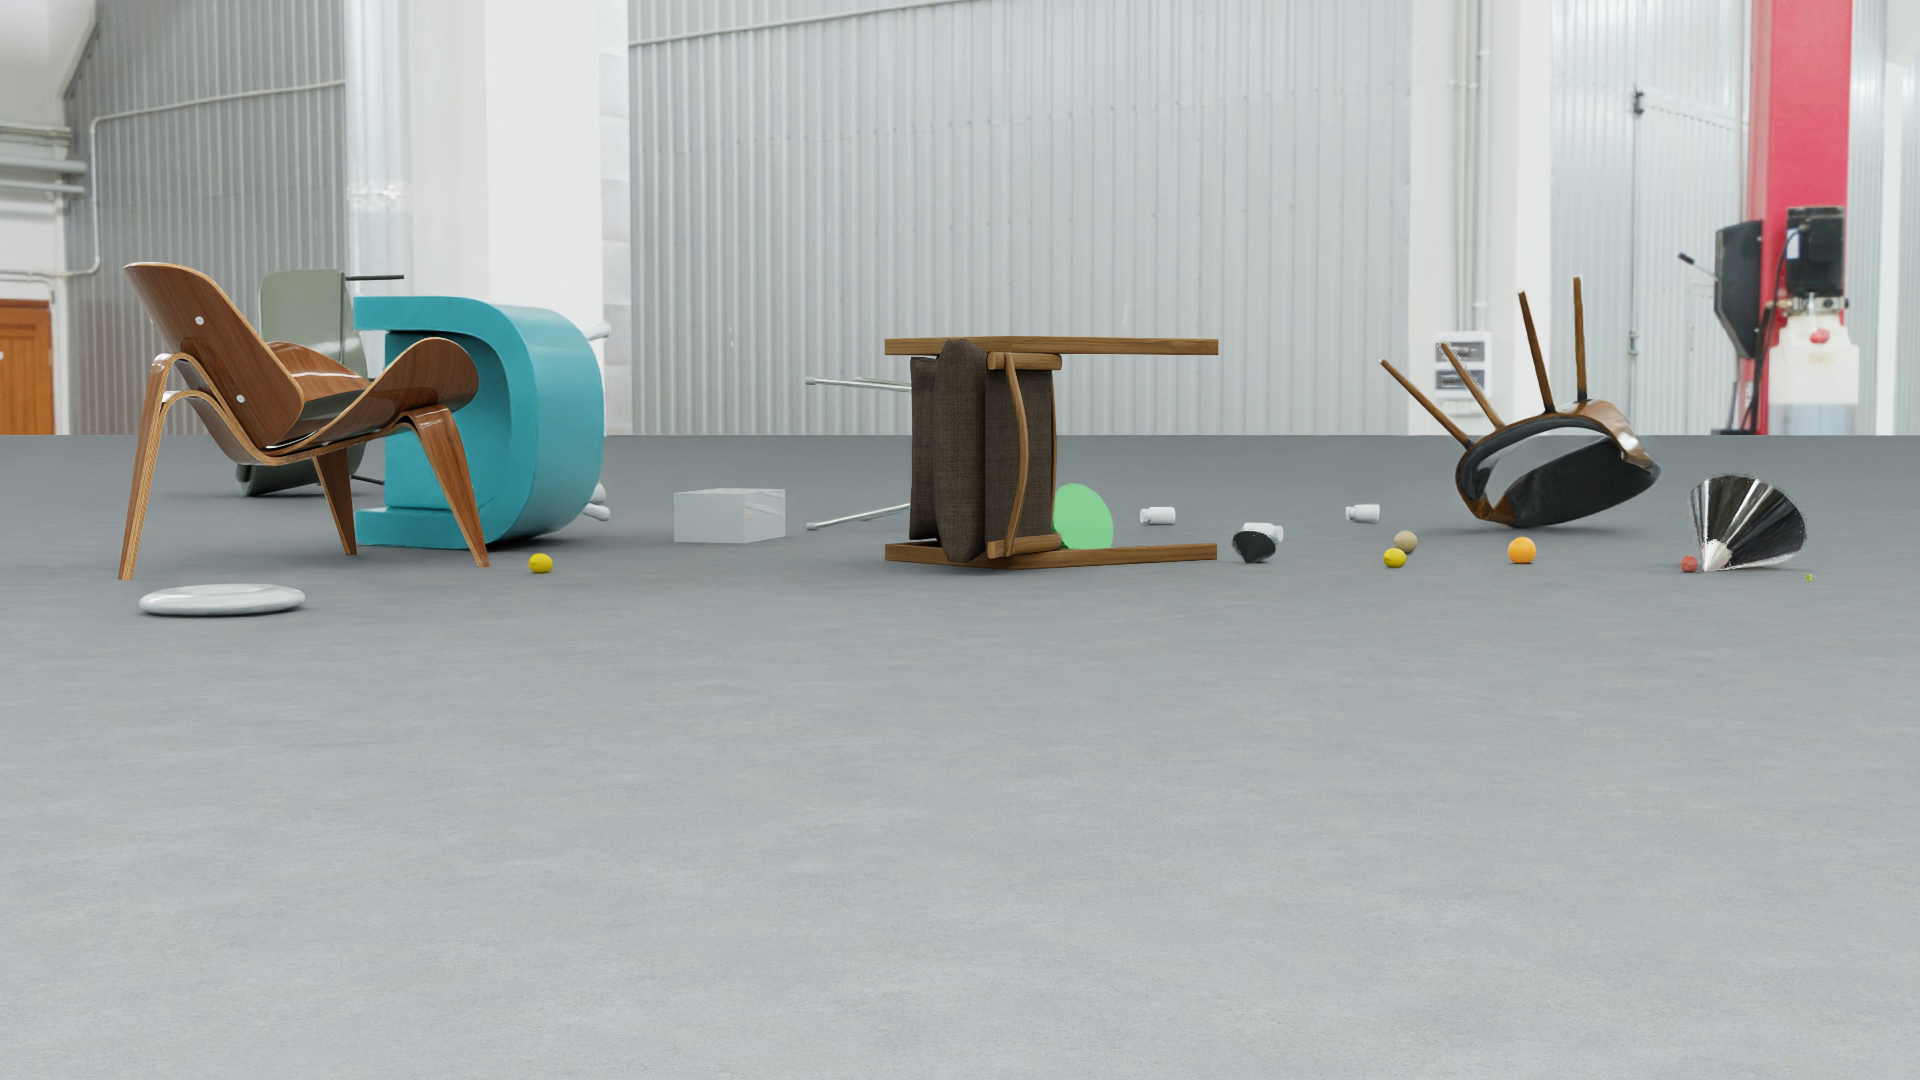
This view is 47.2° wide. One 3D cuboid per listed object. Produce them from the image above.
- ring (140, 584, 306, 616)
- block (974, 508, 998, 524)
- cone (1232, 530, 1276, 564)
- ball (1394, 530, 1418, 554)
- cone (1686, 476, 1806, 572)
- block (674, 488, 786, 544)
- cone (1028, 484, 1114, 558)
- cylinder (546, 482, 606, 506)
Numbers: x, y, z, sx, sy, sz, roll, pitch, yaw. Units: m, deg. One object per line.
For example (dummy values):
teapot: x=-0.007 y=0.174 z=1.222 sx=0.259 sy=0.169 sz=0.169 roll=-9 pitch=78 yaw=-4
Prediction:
ring: x=-1.492 y=0.121 z=4.454 sx=0.322 sy=0.045 sz=0.315 roll=-1 pitch=4 yaw=-7
block: x=0.090 y=-0.080 z=7.360 sx=0.080 sy=0.048 sz=0.054 roll=0 pitch=4 yaw=2
cone: x=0.751 y=0.038 z=5.691 sx=0.119 sy=0.107 sz=0.067 roll=-7 pitch=38 yaw=33
ball: x=1.214 y=0.006 z=5.992 sx=0.064 sy=0.064 sz=0.064 roll=0 pitch=4 yaw=0
cone: x=1.906 y=0.015 z=5.481 sx=0.312 sy=0.267 sz=0.234 roll=7 pitch=37 yaw=44
block: x=-0.687 y=-0.075 z=6.589 sx=0.223 sy=0.144 sz=0.326 roll=1 pitch=4 yaw=17
cone: x=0.257 y=-0.009 z=5.974 sx=0.207 sy=0.213 sz=0.291 roll=-32 pitch=0 yaw=34
cylinder: x=-1.482 y=-0.178 z=8.492 sx=0.109 sy=0.085 sz=0.219 roll=28 pitch=18 yaw=28
